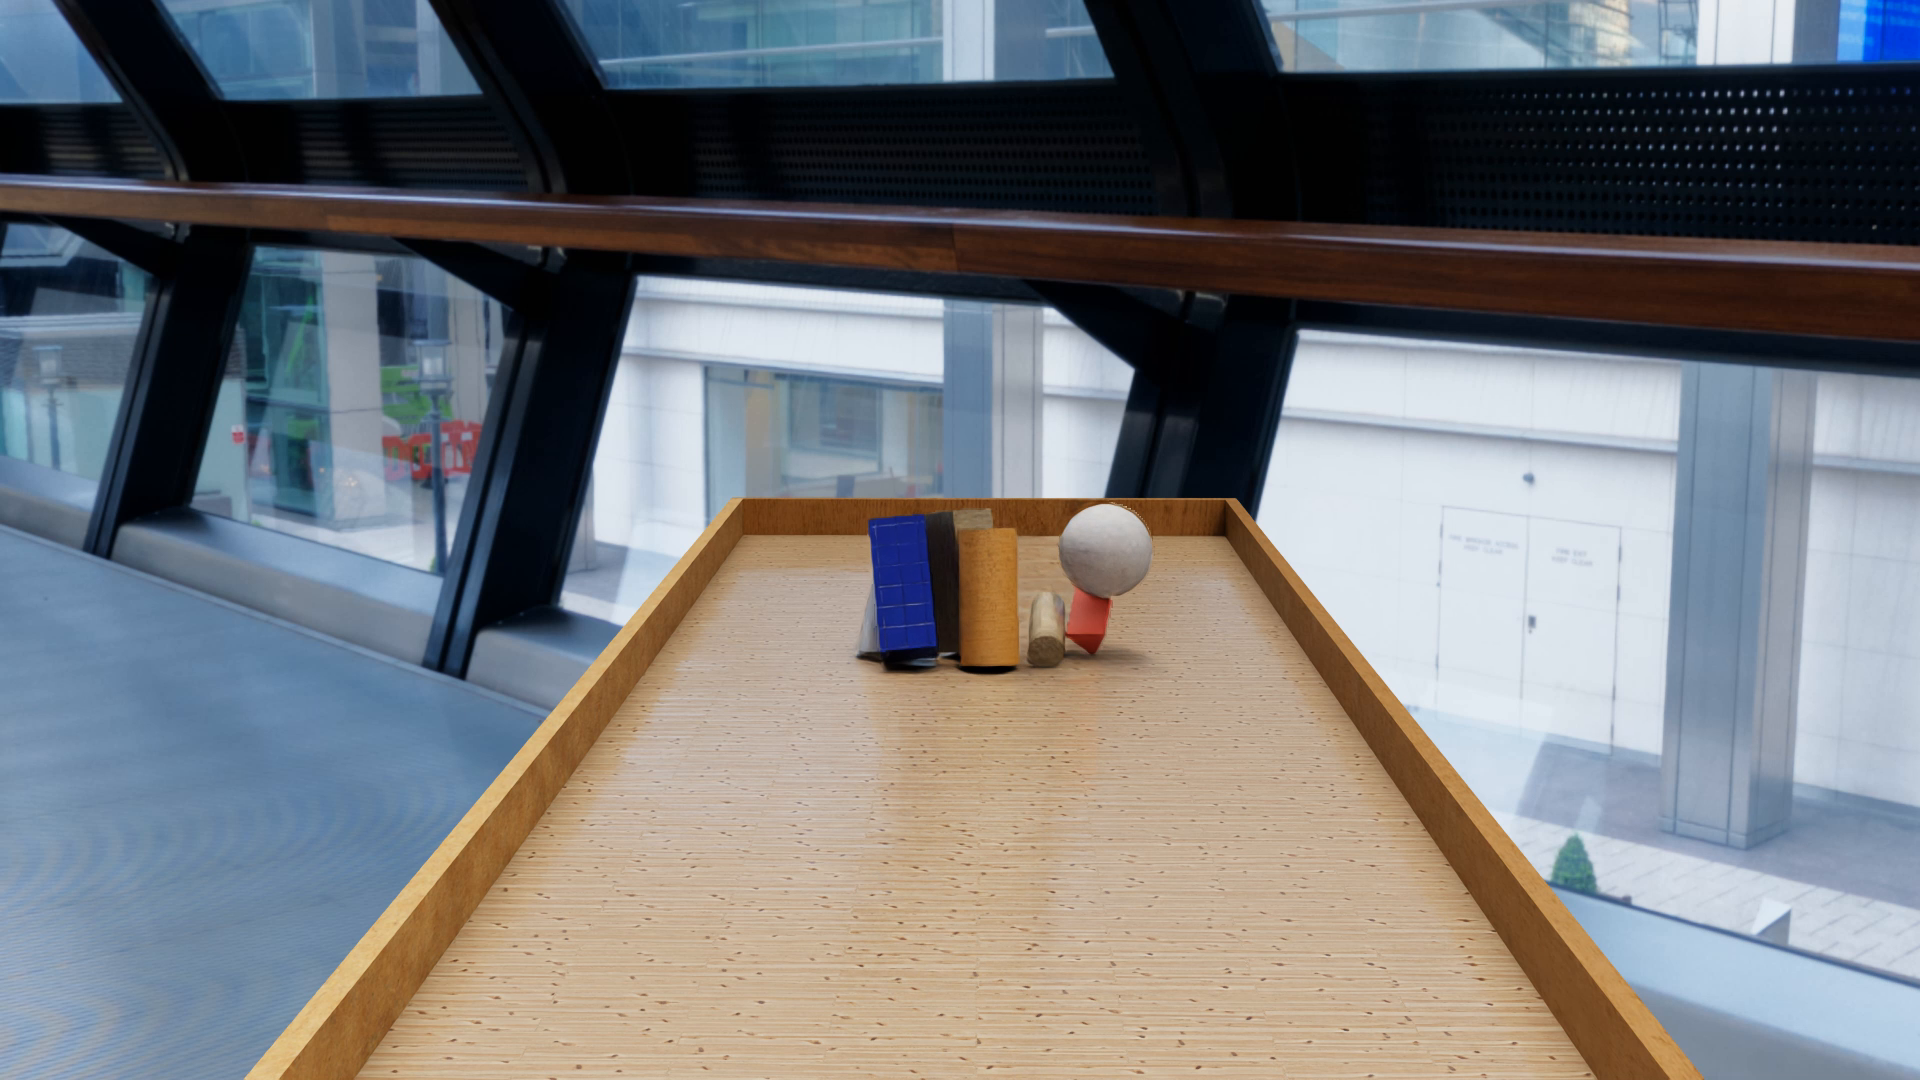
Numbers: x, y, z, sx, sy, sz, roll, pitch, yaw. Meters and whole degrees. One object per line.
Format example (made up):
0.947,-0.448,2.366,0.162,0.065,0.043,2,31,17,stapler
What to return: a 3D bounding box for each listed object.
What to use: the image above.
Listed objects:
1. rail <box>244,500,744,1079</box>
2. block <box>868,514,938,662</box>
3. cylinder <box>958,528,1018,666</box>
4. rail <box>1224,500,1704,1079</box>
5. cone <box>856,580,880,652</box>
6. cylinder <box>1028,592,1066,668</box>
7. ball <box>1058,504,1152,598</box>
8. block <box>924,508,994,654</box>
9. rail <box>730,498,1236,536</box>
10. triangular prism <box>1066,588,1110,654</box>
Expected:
-1.004,0.839,3.234,0.050,0.150,12.000,0,9,1,rail
-0.171,0.147,6.634,0.167,0.406,0.167,-6,-15,-1,block
0.085,0.171,6.567,0.176,0.405,0.176,-1,0,0,cylinder
1.046,0.843,3.208,0.050,0.150,12.000,0,9,1,rail
-0.232,0.158,6.764,0.179,0.365,0.179,0,-1,0,cone
0.265,0.273,6.703,0.108,0.108,0.303,1,24,3,cylinder
0.443,0.033,6.690,0.284,0.284,0.284,0,9,0,ball
0.009,0.127,6.756,0.150,0.428,0.150,-4,-2,-38,block
0.099,-0.098,9.147,2.100,0.150,0.050,0,9,1,rail
0.443,0.140,6.835,0.123,0.421,0.107,36,-42,-26,triangular prism
